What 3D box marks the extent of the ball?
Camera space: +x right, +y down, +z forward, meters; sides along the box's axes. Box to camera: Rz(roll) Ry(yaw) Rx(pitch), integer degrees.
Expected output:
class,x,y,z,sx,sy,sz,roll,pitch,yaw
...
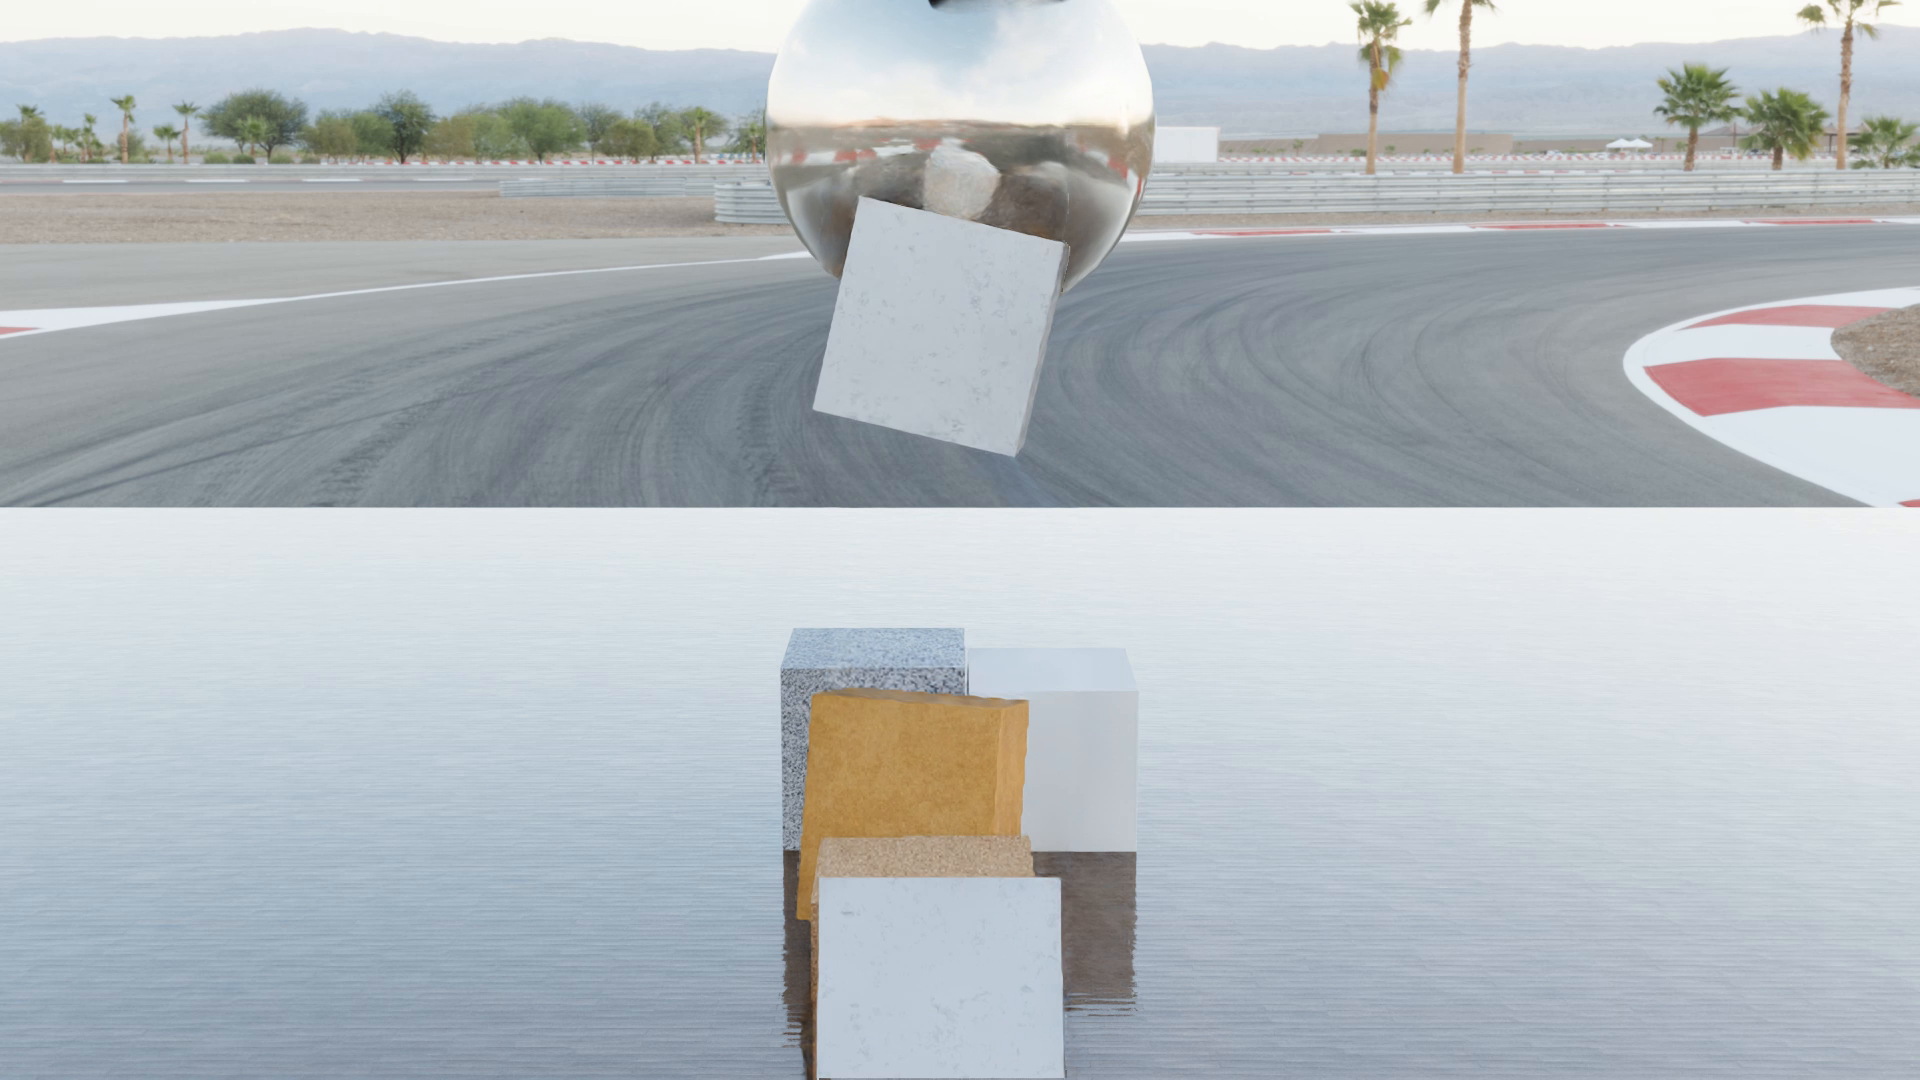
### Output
class,x,y,z,sx,sy,sz,roll,pitch,yaw
ball,0.000,-1.683,9.016,1.600,1.600,1.600,0,10,0

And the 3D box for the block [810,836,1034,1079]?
class,x,y,z,sx,sy,sz,roll,pitch,yaw
block,-0.135,1.626,8.619,0.845,0.710,0.786,0,10,0

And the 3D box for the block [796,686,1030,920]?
class,x,y,z,sx,sy,sz,roll,pitch,yaw
block,-0.190,1.185,9.805,0.824,0.967,0.898,4,-1,10

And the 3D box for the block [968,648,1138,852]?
class,x,y,z,sx,sy,sz,roll,pitch,yaw
block,0.462,1.068,11.381,0.843,0.826,0.930,0,10,0

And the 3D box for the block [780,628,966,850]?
class,x,y,z,sx,sy,sz,roll,pitch,yaw
block,-0.432,1.012,11.386,0.913,0.935,0.915,0,10,0

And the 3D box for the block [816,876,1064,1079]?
class,x,y,z,sx,sy,sz,roll,pitch,yaw
block,-0.066,1.636,7.583,0.806,0.813,0.721,0,-20,0

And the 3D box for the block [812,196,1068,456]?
class,x,y,z,sx,sy,sz,roll,pitch,yaw
block,-0.050,-0.734,7.576,0.689,0.719,0.680,13,6,3
